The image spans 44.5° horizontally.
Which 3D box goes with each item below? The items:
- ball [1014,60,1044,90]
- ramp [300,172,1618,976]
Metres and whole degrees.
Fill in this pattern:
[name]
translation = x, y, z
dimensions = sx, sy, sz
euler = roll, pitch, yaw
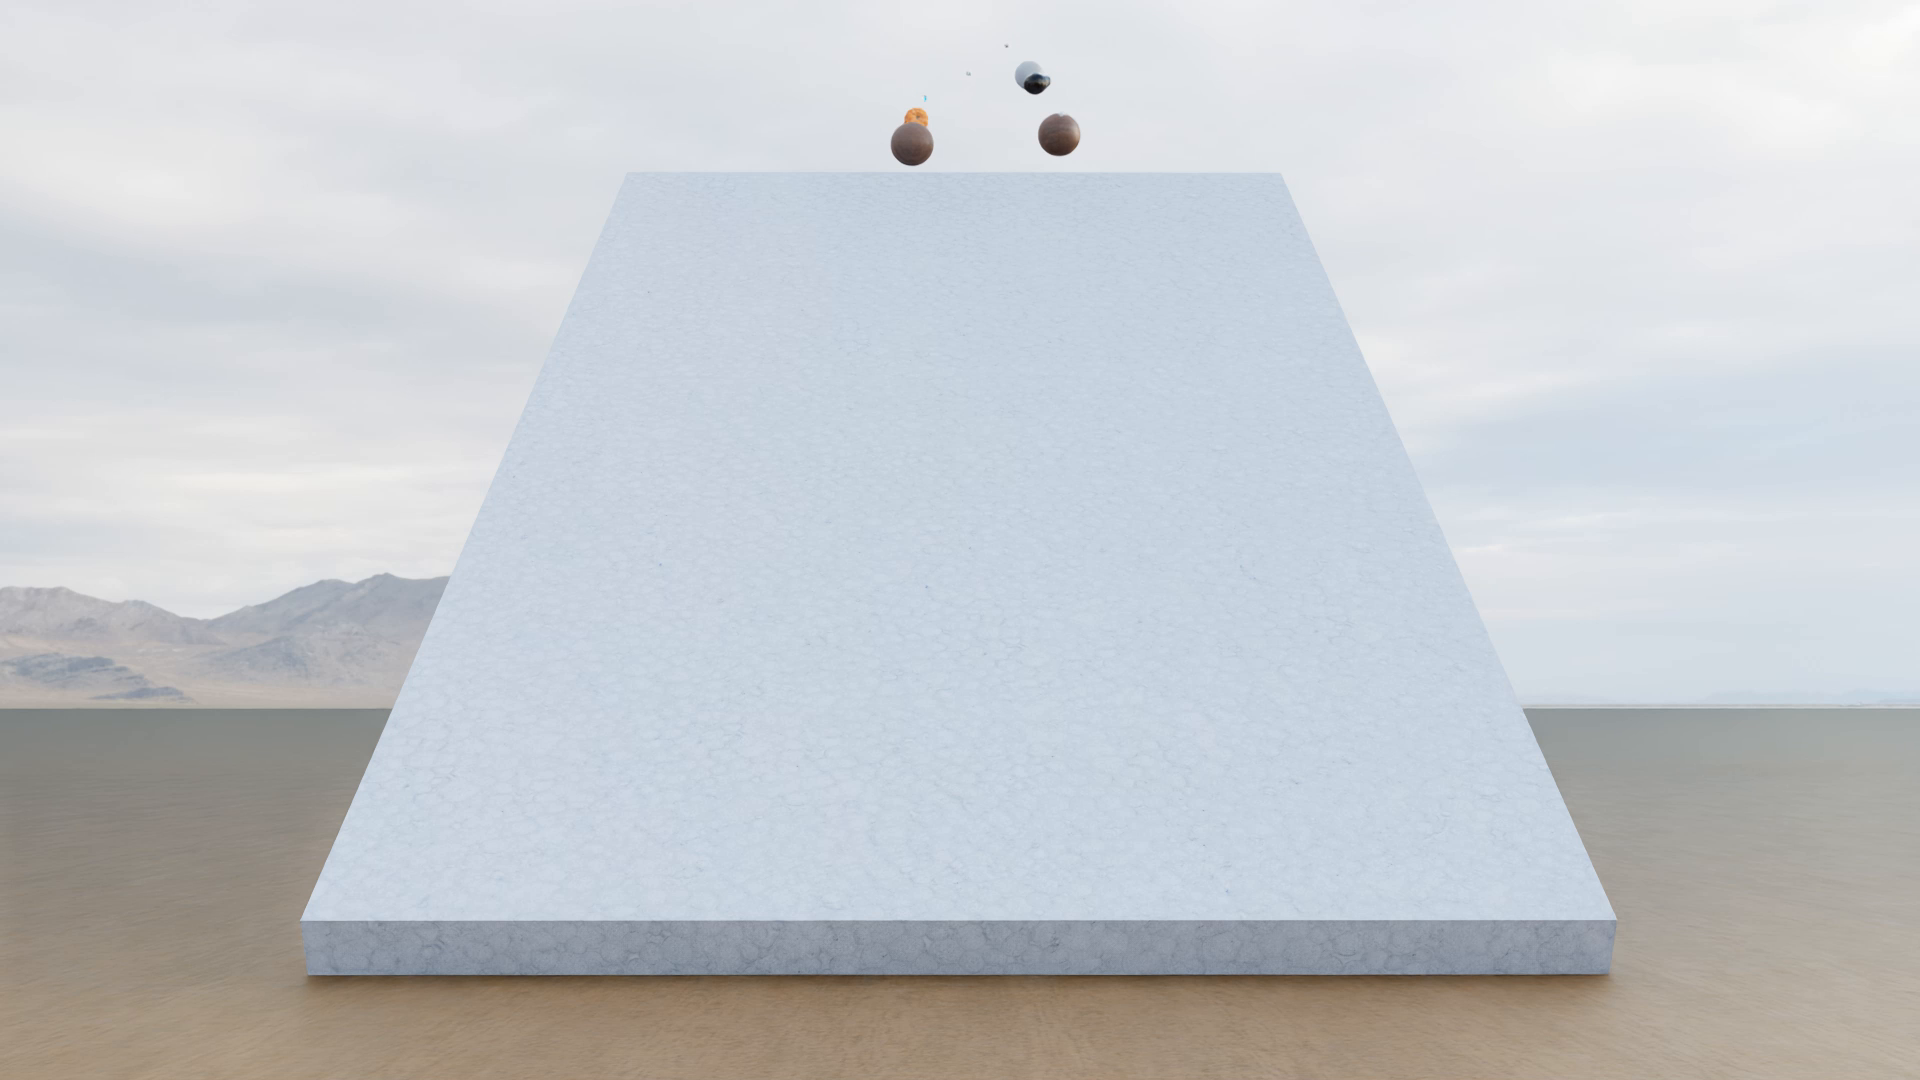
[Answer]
[ball]
translation = 0.203, -1.363, 6.875
dimensions = 0.085, 0.085, 0.085
euler = 0, -4, 0
[ramp]
translation = -0.009, -0.229, 5.391
dimensions = 2.000, 0.100, 4.000
euler = 0, 25, 0
